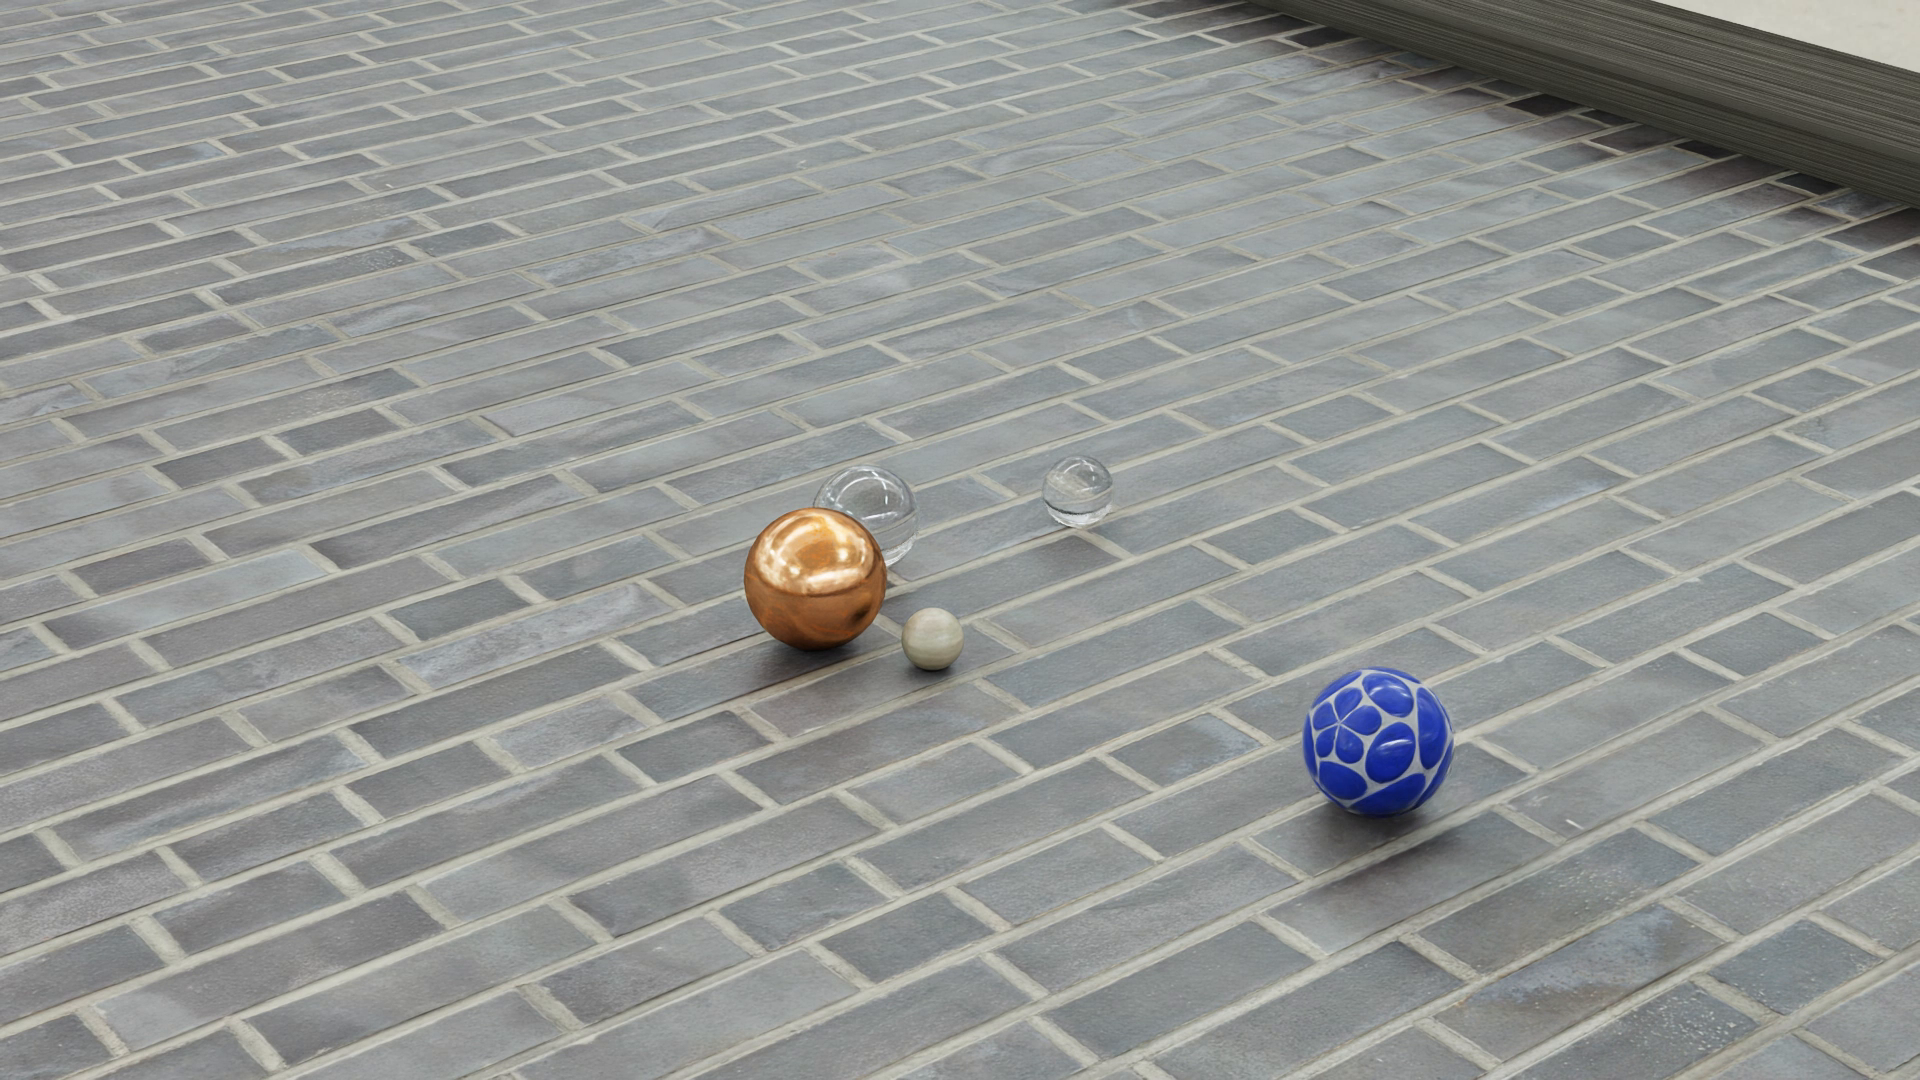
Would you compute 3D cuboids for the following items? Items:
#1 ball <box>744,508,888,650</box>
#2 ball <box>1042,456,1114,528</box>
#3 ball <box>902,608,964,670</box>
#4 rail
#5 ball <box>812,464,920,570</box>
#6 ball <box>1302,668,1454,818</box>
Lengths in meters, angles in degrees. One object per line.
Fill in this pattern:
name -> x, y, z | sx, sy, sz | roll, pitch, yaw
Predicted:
ball -> -0.099, 0.027, 2.012 | 0.098, 0.098, 0.098 | 0, 26, 0
ball -> 0.088, -0.036, 2.195 | 0.054, 0.054, 0.054 | 0, 26, 0
ball -> -0.018, 0.067, 1.992 | 0.043, 0.043, 0.043 | 0, 26, 0
rail -> 0.315, -0.707, 3.501 | 0.045, 0.129, 4.183 | -19, 31, -34
ball -> -0.069, -0.015, 2.121 | 0.079, 0.079, 0.079 | 0, 26, 0
ball -> 0.258, 0.125, 1.813 | 0.093, 0.093, 0.093 | 0, 26, 0
